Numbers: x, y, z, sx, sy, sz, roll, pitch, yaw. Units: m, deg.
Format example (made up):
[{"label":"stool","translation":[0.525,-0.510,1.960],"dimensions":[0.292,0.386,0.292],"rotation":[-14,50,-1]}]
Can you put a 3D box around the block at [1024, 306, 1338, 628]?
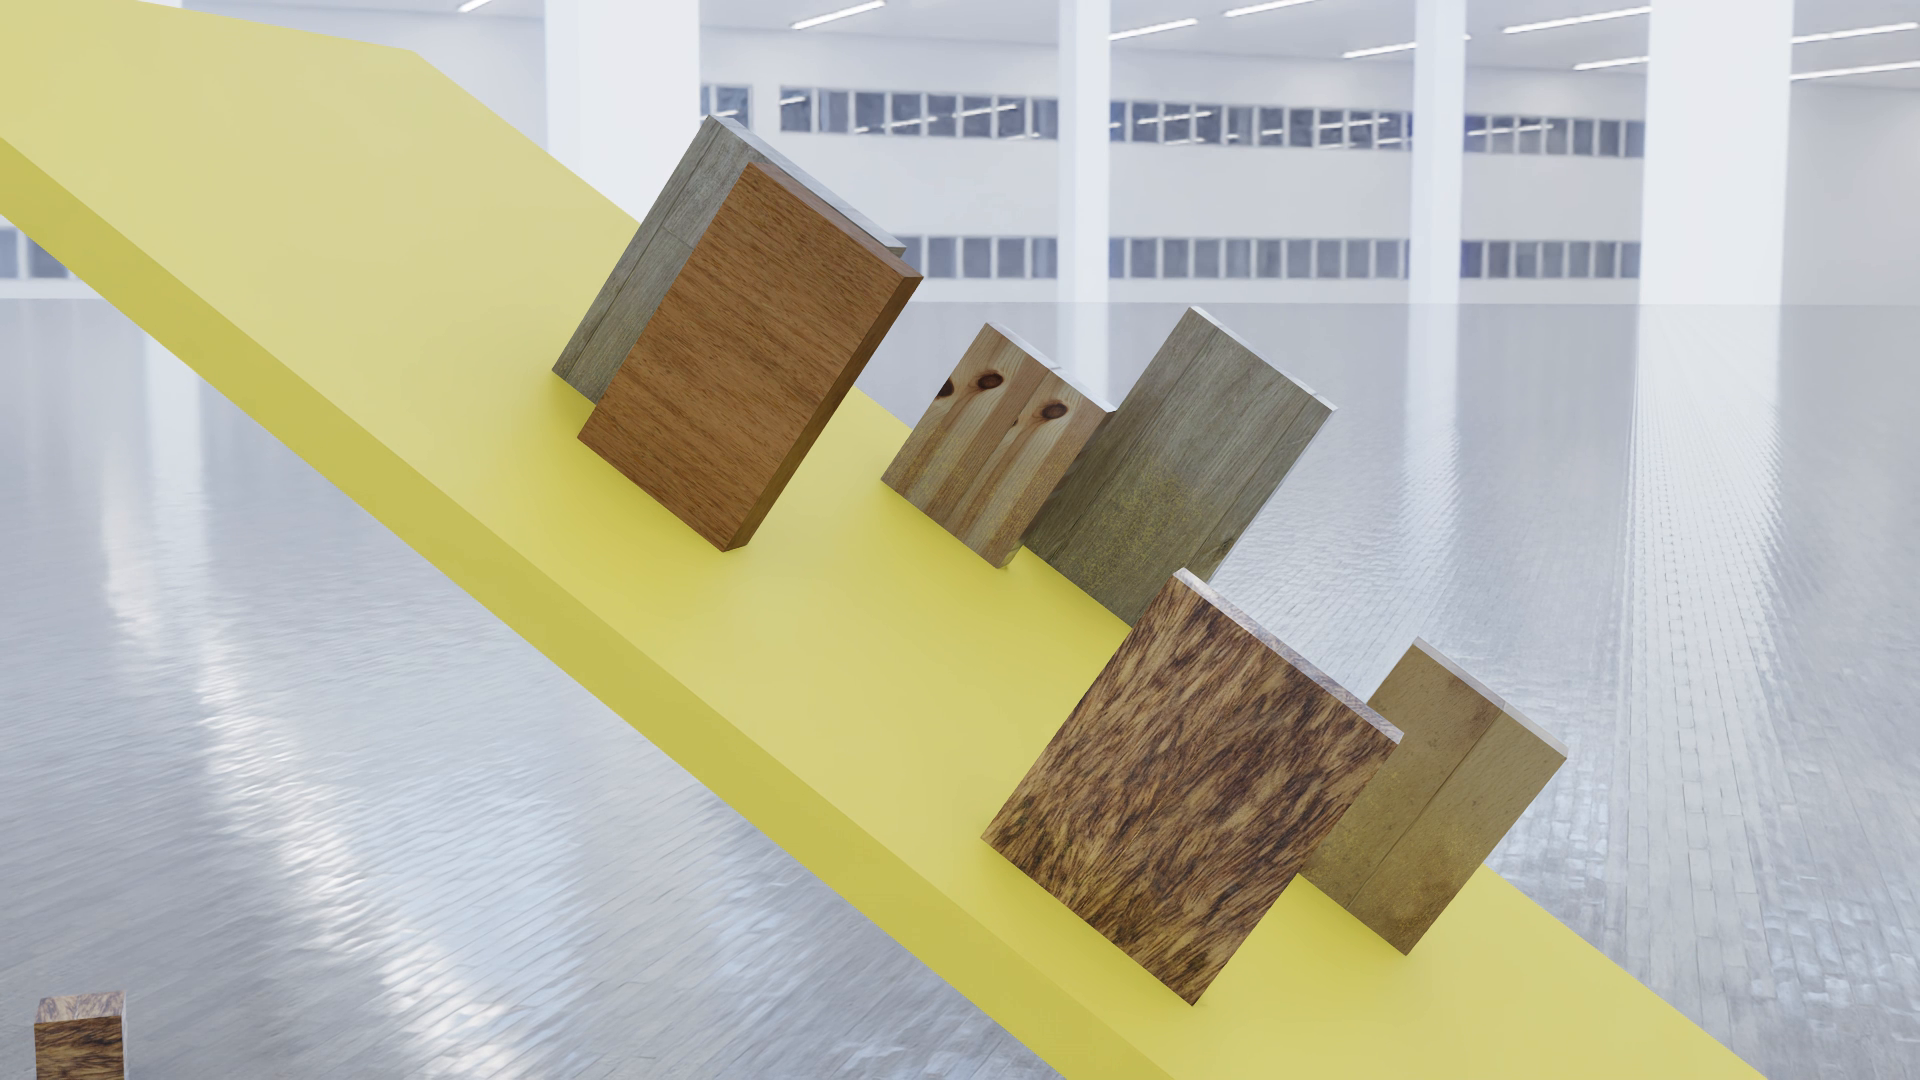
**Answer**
[{"label":"block","translation":[0.470,-0.135,4.741],"dimensions":[0.373,0.634,0.095],"rotation":[37,16,10]}]

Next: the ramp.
[{"label":"ramp","translation":[-0.089,0.161,4.081],"dimensions":[4.000,0.100,2.000],"rotation":[37,16,10]}]

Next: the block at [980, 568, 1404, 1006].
[{"label":"block","translation":[0.335,0.362,3.228],"dimensions":[0.398,0.500,0.083],"rotation":[37,16,10]}]

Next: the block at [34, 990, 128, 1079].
[{"label":"block","translation":[-2.006,1.155,5.026],"dimensions":[0.182,0.182,0.182],"rotation":[-2,7,-18]}]

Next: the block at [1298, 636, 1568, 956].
[{"label":"block","translation":[0.820,0.464,3.989],"dimensions":[0.331,0.468,0.091],"rotation":[37,16,10]}]

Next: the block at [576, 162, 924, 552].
[{"label":"block","translation":[-0.355,-0.304,3.676],"dimensions":[0.324,0.559,0.105],"rotation":[37,16,10]}]

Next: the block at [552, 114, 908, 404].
[{"label":"block","translation":[-0.413,-0.408,3.894],"dimensions":[0.396,0.545,0.112],"rotation":[37,16,10]}]

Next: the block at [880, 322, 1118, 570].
[{"label":"block","translation":[0.079,-0.197,4.554],"dimensions":[0.312,0.401,0.095],"rotation":[37,16,10]}]
